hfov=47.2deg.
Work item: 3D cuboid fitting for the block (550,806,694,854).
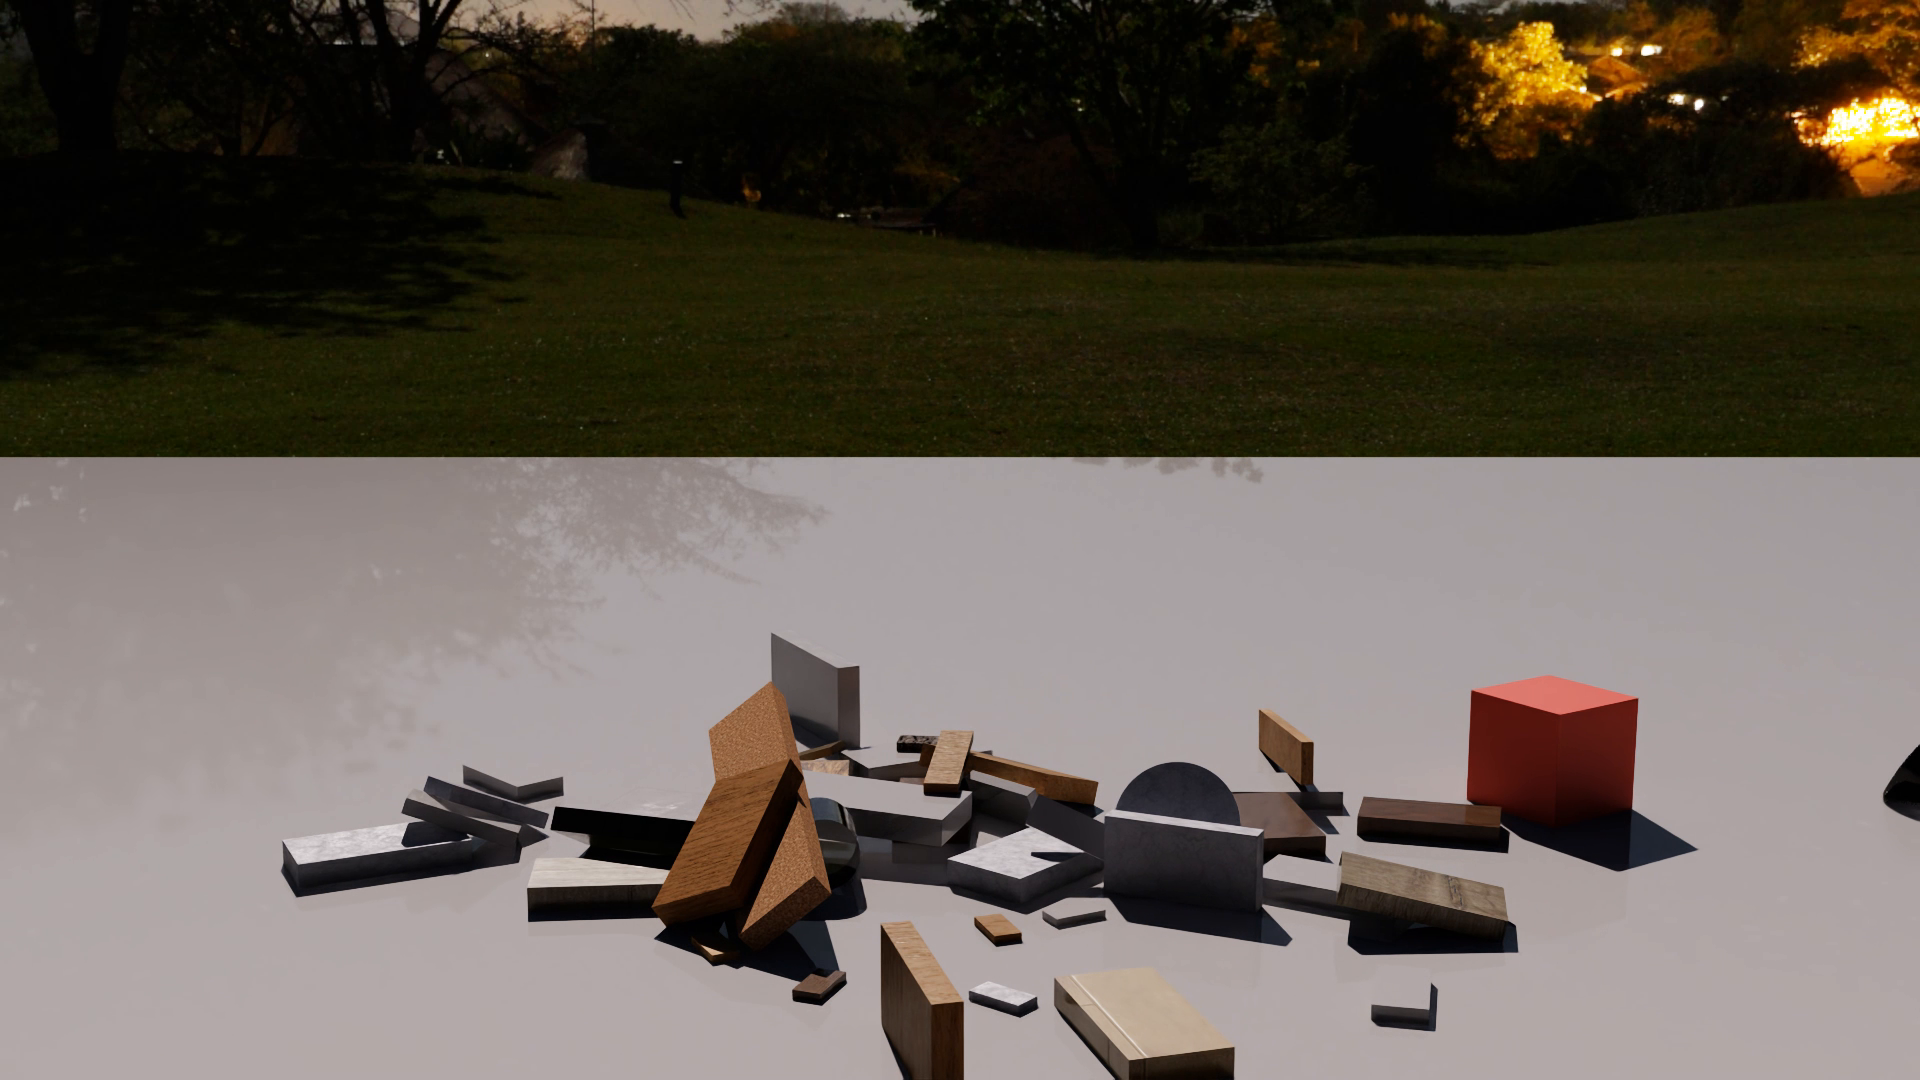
[{"bbox_3d":[-0.541,0.509,3.802,0.294,0.042,0.147,3,-17,21],"label":"block"}]

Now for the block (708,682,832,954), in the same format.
[{"bbox_3d":[-0.337,0.453,3.772,0.152,0.043,0.823,-39,20,4],"label":"block"}]

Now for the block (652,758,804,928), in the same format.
[{"bbox_3d":[-0.376,0.492,3.594,0.157,0.044,0.314,-19,26,27],"label":"block"}]

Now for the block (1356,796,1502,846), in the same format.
[{"bbox_3d":[0.854,0.511,3.999,0.249,0.035,0.125,3,11,15],"label":"block"}]

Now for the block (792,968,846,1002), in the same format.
[{"bbox_3d":[-0.208,0.659,3.260,0.046,0.013,0.092,4,11,21],"label":"block"}]

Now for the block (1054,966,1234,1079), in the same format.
[{"bbox_3d":[0.253,0.678,3.075,0.152,0.043,0.303,-3,11,-16],"label":"block"}]

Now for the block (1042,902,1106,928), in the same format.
[{"bbox_3d":[0.184,0.605,3.554,0.092,0.013,0.046,-6,12,-28],"label":"block"}]

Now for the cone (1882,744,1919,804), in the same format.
[{"bbox_3d":[1.841,0.471,4.142,0.137,0.137,0.137,39,31,29],"label":"cone"}]

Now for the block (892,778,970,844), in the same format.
[{"bbox_3d":[-0.049,0.498,4.060,0.137,0.039,0.274,0,11,2],"label":"block"}]

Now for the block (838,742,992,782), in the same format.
[{"bbox_3d":[-0.088,0.438,4.381,0.274,0.039,0.137,-6,12,-27],"label":"block"}]

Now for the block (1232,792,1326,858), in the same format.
[{"bbox_3d":[0.559,0.514,3.975,0.132,0.037,0.264,-1,11,-7],"label":"block"}]

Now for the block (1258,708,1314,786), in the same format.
[{"bbox_3d":[0.638,0.403,4.317,0.023,0.081,0.434,0,4,-3],"label":"block"}]

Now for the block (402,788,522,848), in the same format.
[{"bbox_3d":[-0.881,0.493,3.896,0.203,0.029,0.101,19,1,-7],"label":"block"}]

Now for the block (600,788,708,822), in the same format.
[{"bbox_3d":[-0.468,0.510,3.966,0.344,0.049,0.172,4,11,20],"label":"block"}]

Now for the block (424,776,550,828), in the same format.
[{"bbox_3d":[-0.854,0.474,3.966,0.202,0.029,0.101,25,-11,-38],"label":"block"}]

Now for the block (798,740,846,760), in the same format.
[{"bbox_3d":[-0.291,0.428,4.393,0.113,0.016,0.057,-18,2,26],"label":"block"}]

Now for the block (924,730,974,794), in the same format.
[{"bbox_3d":[-0.020,0.410,4.093,0.062,0.018,0.353,1,11,5],"label":"block"}]

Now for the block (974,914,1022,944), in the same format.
[{"bbox_3d":[0.060,0.617,3.490,0.046,0.013,0.092,-4,11,-20],"label":"block"}]

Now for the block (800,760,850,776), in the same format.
[{"bbox_3d":[-0.281,0.476,4.178,0.137,0.039,0.274,0,11,-2],"label":"block"}]

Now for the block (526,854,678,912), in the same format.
[{"bbox_3d":[-0.564,0.570,3.663,0.294,0.042,0.147,-1,11,-5],"label":"block"}]

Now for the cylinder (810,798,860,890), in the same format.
[{"bbox_3d":[-0.237,0.515,3.731,0.125,0.125,0.125,-1,11,-7],"label":"cylinder"}]

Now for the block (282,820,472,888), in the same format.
[{"bbox_3d":[-1.012,0.541,3.820,0.294,0.042,0.147,-5,12,-26],"label":"block"}]

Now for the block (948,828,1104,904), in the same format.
[{"bbox_3d":[0.140,0.547,3.780,0.157,0.044,0.314,9,14,39],"label":"block"}]

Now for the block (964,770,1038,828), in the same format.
[{"bbox_3d":[0.085,0.478,4.042,0.162,0.081,0.023,11,40,45],"label":"block"}]

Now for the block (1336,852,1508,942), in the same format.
[{"bbox_3d":[0.738,0.570,3.522,0.264,0.037,0.132,12,16,7],"label":"block"}]

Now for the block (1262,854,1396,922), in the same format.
[{"bbox_3d":[0.620,0.576,3.648,0.249,0.035,0.125,6,12,30],"label":"block"}]

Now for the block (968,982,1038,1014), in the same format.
[{"bbox_3d":[0.063,0.668,3.212,0.092,0.013,0.046,8,13,38],"label":"block"}]

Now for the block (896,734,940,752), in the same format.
[{"bbox_3d":[-0.067,0.407,4.398,0.113,0.016,0.057,1,11,7],"label":"block"}]

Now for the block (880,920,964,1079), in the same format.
[{"bbox_3d":[-0.054,0.641,2.978,0.043,0.152,0.303,-3,11,-14],"label":"block"}]

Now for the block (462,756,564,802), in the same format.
[{"bbox_3d":[-0.870,0.462,4.278,0.101,0.029,0.203,-10,14,-42],"label":"block"}]

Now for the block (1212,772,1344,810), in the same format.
[{"bbox_3d":[0.593,0.477,4.179,0.249,0.035,0.125,0,11,0],"label":"block"}]

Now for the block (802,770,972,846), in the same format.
[{"bbox_3d":[-0.168,0.475,3.914,0.344,0.049,0.172,5,12,17],"label":"block"}]

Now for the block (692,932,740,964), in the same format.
[{"bbox_3d":[-0.379,0.631,3.410,0.046,0.013,0.092,-5,12,-27],"label":"block"}]

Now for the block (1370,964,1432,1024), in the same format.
[{"bbox_3d":[0.646,0.663,3.214,0.081,0.023,0.162,2,11,13],"label":"block"}]

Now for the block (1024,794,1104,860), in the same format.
[{"bbox_3d":[0.237,0.510,3.734,0.256,0.057,0.016,23,-12,18],"label":"block"}]

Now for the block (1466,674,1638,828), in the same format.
[{"bbox_3d":[1.113,0.394,4.137,0.215,0.215,0.215,-7,13,-33],"label":"block"}]

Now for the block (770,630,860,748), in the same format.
[{"bbox_3d":[-0.310,0.314,4.682,0.049,0.172,0.367,-5,12,-26],"label":"block"}]

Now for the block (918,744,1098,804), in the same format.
[{"bbox_3d":[0.091,0.446,4.197,0.314,0.044,0.157,9,-4,41],"label":"block"}]

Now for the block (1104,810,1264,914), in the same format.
[{"bbox_3d":[0.368,0.530,3.632,0.264,0.132,0.037,5,12,24],"label":"block"}]

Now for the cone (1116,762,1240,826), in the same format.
[{"bbox_3d":[0.389,0.512,3.824,0.216,0.216,0.216,2,-16,13],"label":"cone"}]
